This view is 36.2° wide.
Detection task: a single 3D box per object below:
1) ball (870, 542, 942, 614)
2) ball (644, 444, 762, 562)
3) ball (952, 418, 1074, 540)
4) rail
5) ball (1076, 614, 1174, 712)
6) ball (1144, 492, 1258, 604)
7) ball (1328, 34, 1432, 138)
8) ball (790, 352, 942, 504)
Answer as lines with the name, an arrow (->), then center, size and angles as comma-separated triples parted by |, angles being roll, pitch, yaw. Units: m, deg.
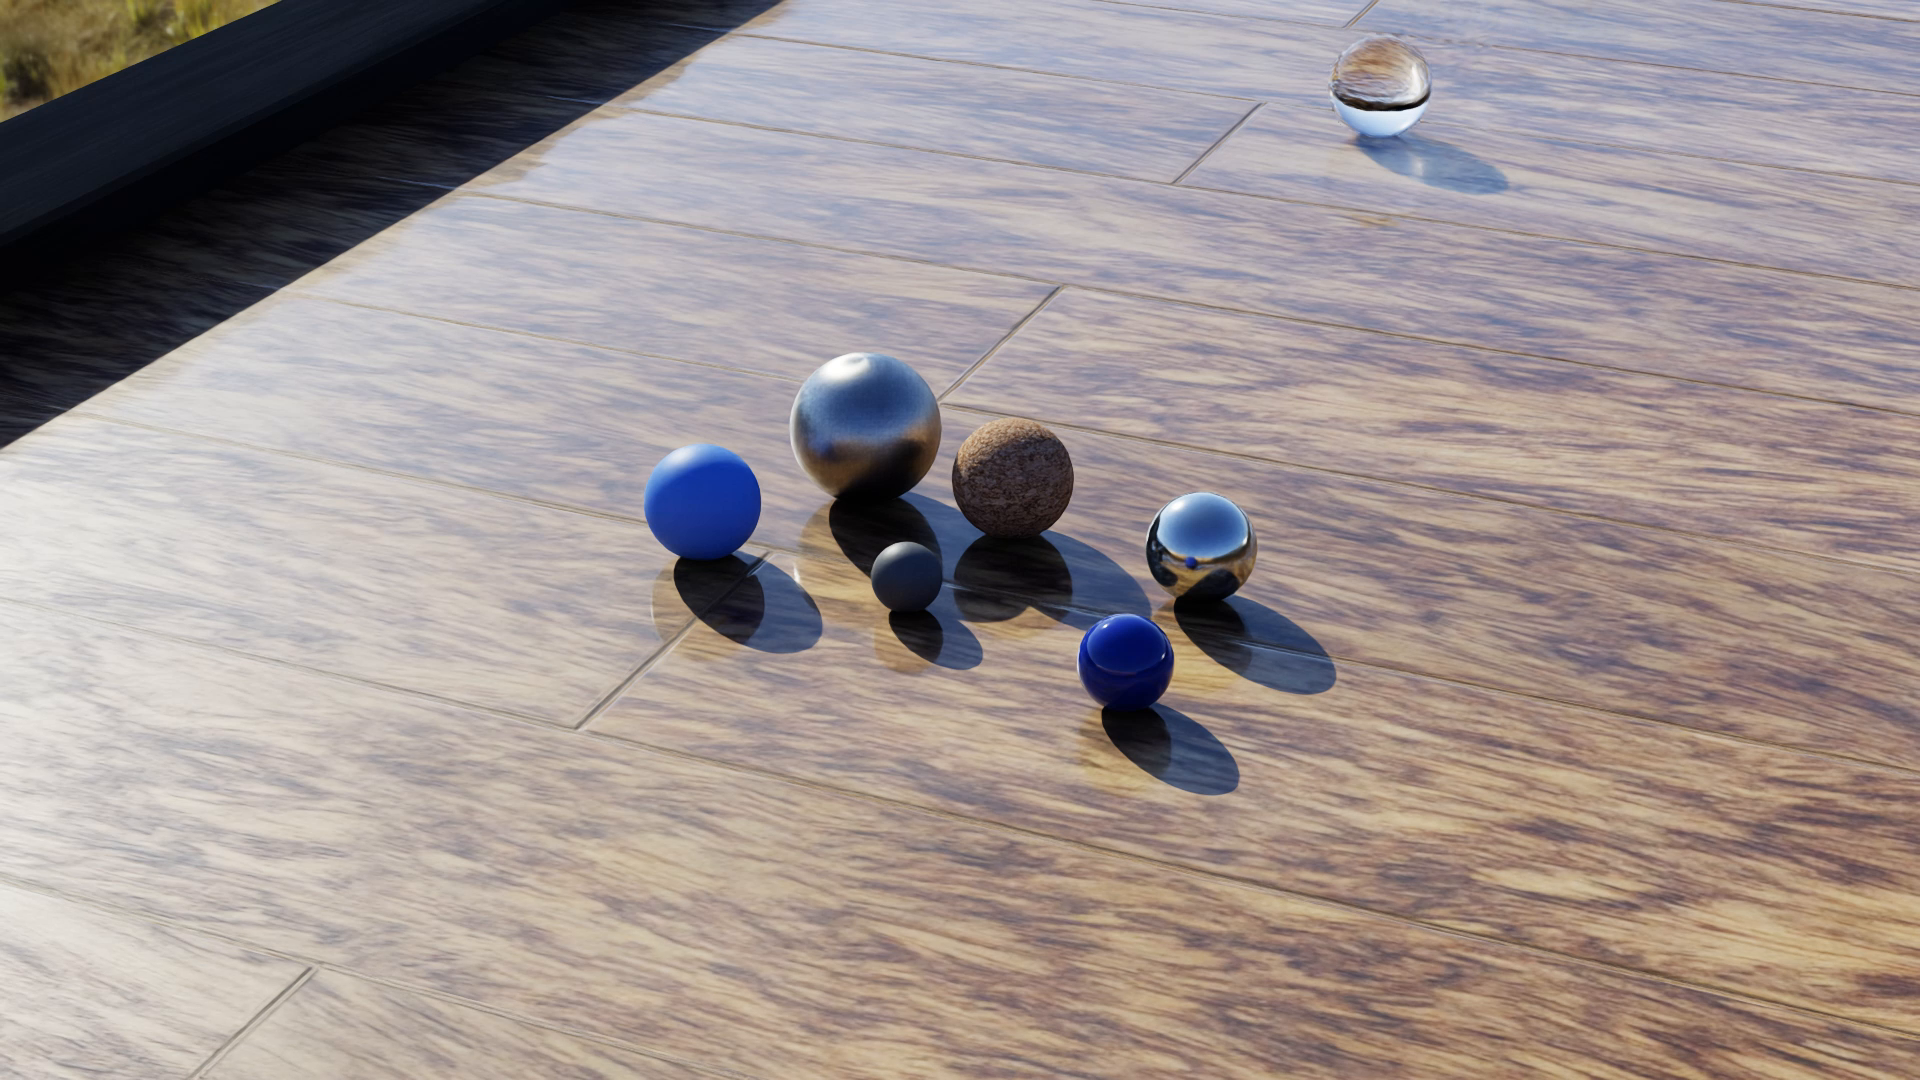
ball -> -0.032, 0.023, 1.777 | 0.043, 0.043, 0.043 | 0, 26, 0
ball -> -0.161, -0.024, 1.837 | 0.073, 0.073, 0.073 | 0, 26, 0
ball -> 0.033, -0.039, 1.863 | 0.078, 0.078, 0.078 | 0, 26, 0
rail -> -0.446, -0.515, 2.768 | 0.045, 0.128, 3.342 | 11, 28, 21
ball -> 0.094, 0.069, 1.668 | 0.056, 0.056, 0.056 | 0, 26, 0
ball -> 0.146, 0.005, 1.785 | 0.068, 0.068, 0.068 | 0, 26, 0
ball -> 0.368, -0.398, 2.577 | 0.090, 0.090, 0.090 | 0, 26, 0
ball -> -0.061, -0.073, 1.907 | 0.099, 0.099, 0.099 | 0, 26, 0
